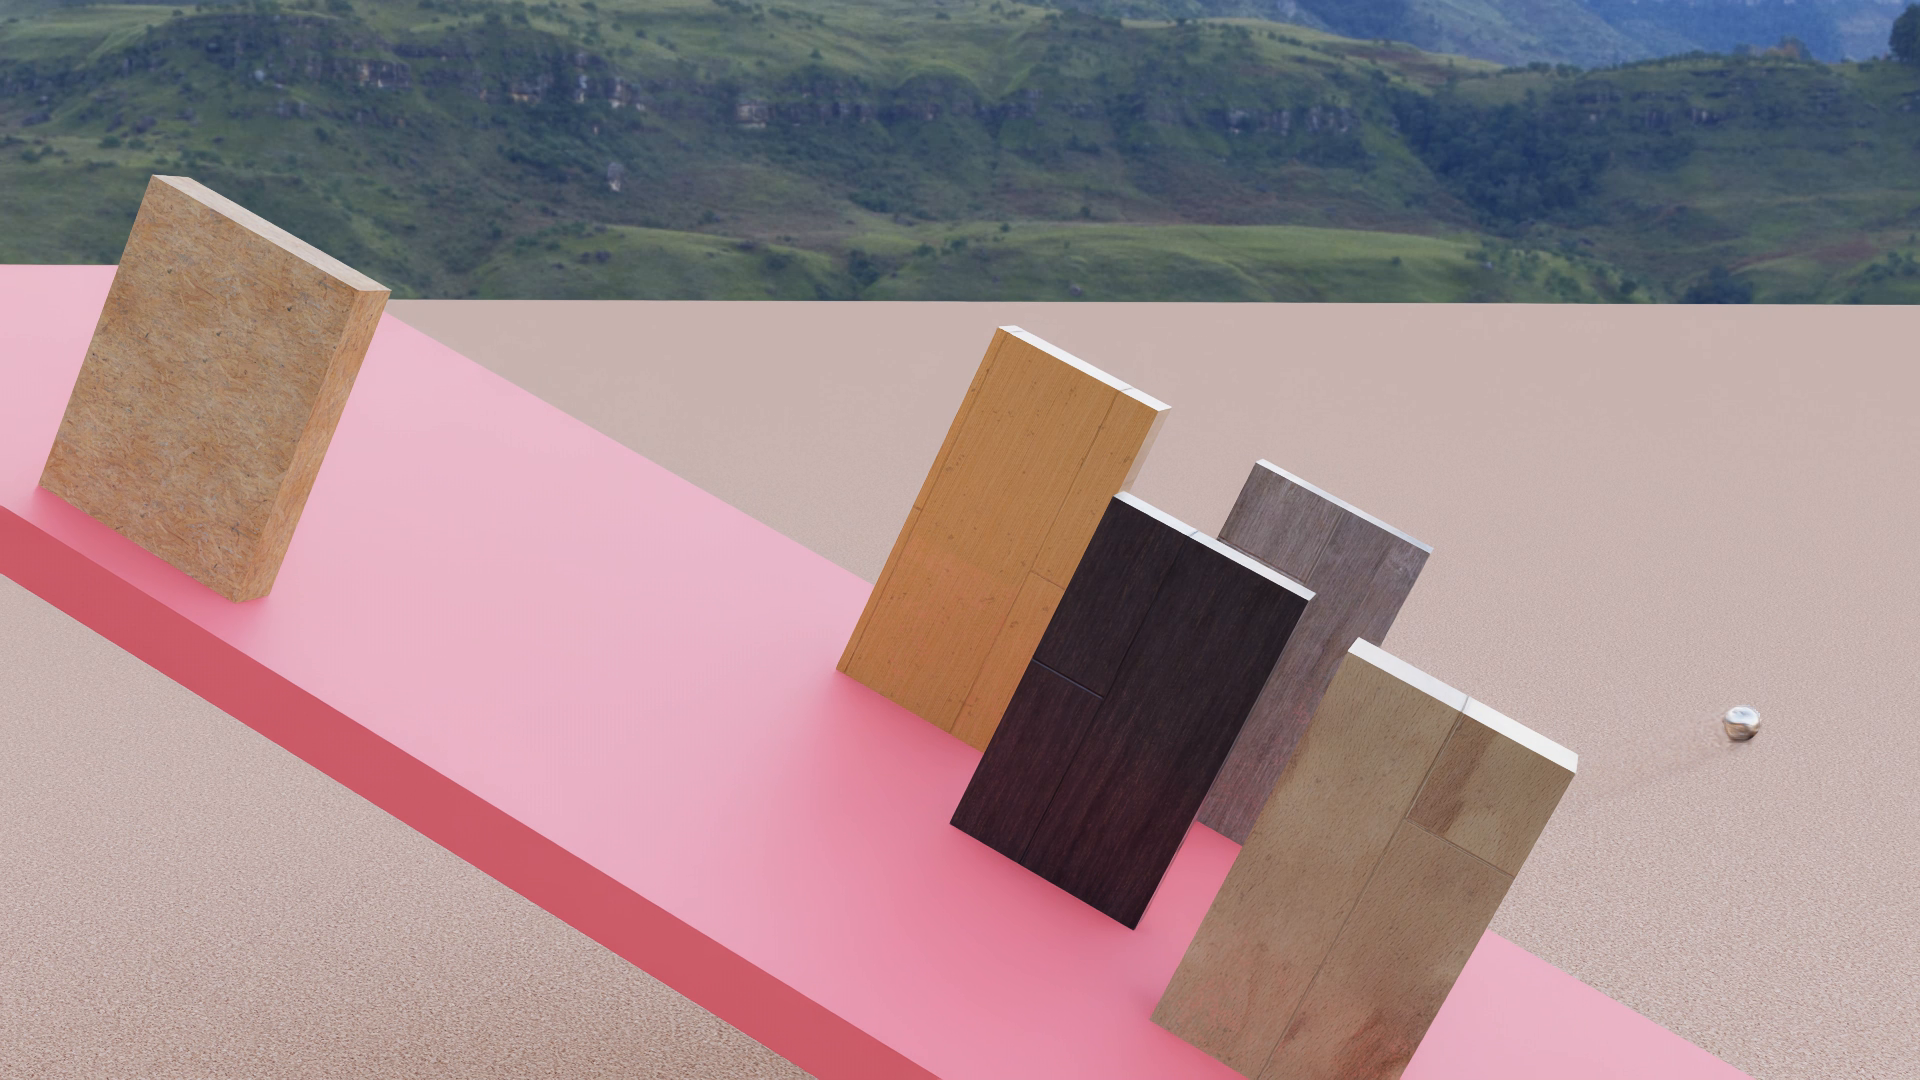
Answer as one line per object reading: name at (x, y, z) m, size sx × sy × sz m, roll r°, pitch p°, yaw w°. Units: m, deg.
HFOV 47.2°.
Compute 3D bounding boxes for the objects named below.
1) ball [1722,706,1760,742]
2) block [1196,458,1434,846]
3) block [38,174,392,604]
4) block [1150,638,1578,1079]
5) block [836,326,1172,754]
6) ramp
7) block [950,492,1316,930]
ball at (3.107, 0.731, 8.746) m, size 0.138 × 0.138 × 0.138 m, roll 0°, pitch 7°, yaw 0°
block at (0.634, 0.249, 4.589) m, size 0.396 × 0.731 × 0.086 m, roll 29°, pitch 14°, yaw 12°
block at (-1.194, -0.241, 3.509) m, size 0.406 × 0.550 × 0.092 m, roll 29°, pitch 14°, yaw 12°
block at (0.640, 0.560, 3.521) m, size 0.386 × 0.696 × 0.135 m, roll 29°, pitch 14°, yaw 12°
block at (0.082, 0.000, 4.422) m, size 0.359 × 0.778 × 0.124 m, roll 29°, pitch 14°, yaw 12°
ramp at (-0.246, 0.414, 4.160) m, size 4.000 × 0.100 × 2.000 m, roll 29°, pitch 14°, yaw 12°
block at (0.300, 0.303, 3.905) m, size 0.383 × 0.675 × 0.087 m, roll 29°, pitch 14°, yaw 12°
